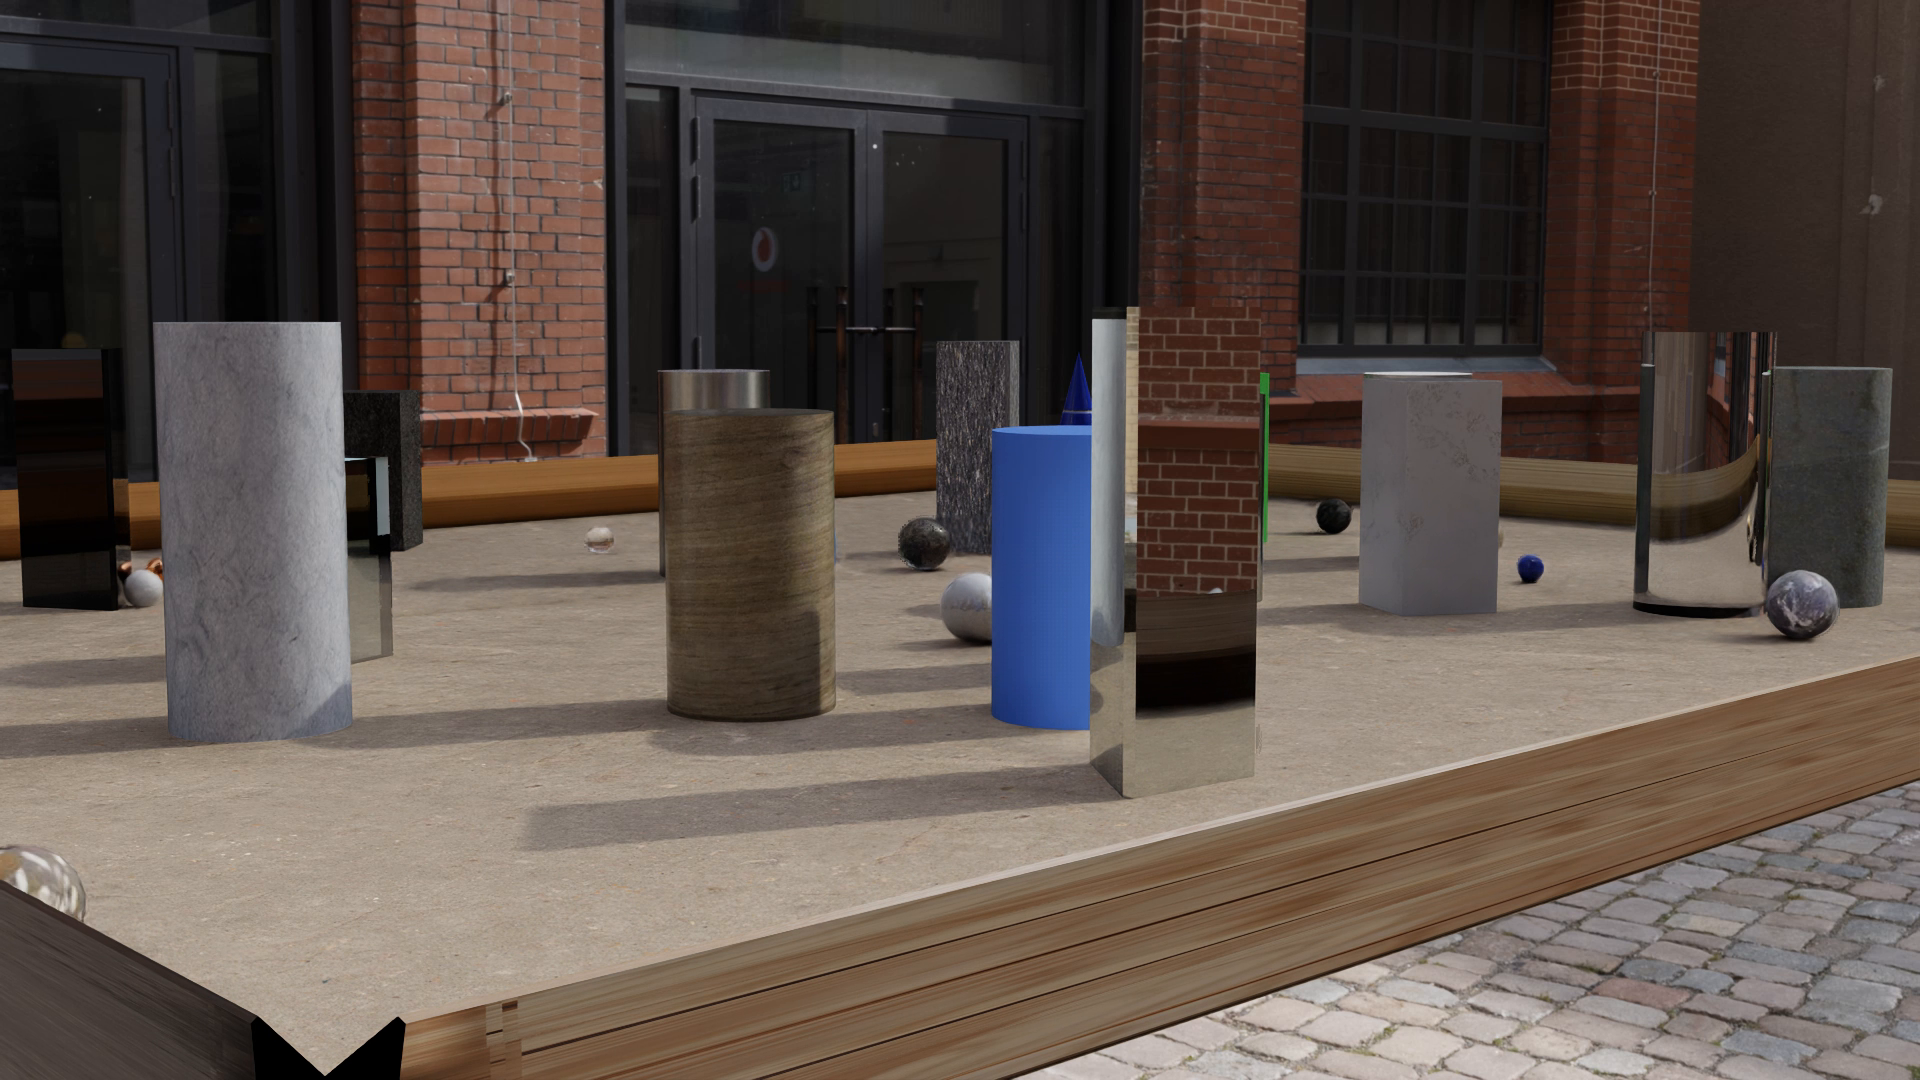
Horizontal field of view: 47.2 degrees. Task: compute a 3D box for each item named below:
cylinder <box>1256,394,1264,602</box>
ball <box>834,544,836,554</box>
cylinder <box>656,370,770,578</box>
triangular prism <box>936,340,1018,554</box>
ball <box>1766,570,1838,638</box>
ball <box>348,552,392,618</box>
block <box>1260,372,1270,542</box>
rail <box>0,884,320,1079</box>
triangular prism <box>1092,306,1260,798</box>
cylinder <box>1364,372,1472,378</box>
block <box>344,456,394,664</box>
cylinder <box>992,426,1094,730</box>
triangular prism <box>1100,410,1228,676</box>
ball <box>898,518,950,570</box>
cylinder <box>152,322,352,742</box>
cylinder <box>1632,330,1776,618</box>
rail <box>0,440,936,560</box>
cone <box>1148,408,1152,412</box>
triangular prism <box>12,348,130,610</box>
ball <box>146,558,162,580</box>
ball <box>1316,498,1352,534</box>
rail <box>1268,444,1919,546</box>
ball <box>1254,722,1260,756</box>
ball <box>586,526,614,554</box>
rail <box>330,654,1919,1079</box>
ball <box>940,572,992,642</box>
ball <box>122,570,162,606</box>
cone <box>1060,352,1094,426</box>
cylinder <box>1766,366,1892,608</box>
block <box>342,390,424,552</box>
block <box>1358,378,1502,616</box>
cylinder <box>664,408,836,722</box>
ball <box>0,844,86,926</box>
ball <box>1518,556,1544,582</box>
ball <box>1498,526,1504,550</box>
[{"bbox_3d":[0.369,-0.066,3.354,0.188,0.313,0.188,0,6,0],"label":"cylinder"},{"bbox_3d":[-0.253,0.015,3.636,0.093,0.093,0.093,0,6,0],"label":"ball"},{"bbox_3d":[-0.409,-0.112,3.670,0.188,0.339,0.188,0,6,0],"label":"cylinder"},{"bbox_3d":[0.064,-0.174,4.048,0.162,0.383,0.141,5,8,37],"label":"triangular prism"},{"bbox_3d":[1.135,0.087,2.965,0.092,0.092,0.092,0,6,0],"label":"ball"},{"bbox_3d":[-0.867,0.064,3.169,0.094,0.094,0.094,0,6,0],"label":"ball"},{"bbox_3d":[0.479,-0.157,4.183,0.150,0.321,0.150,-4,7,-35],"label":"block"},{"bbox_3d":[-1.323,0.160,2.119,0.045,0.122,3.096,-6,8,-42],"label":"rail"},{"bbox_3d":[0.173,0.003,2.081,0.162,0.445,0.141,-5,8,-38],"label":"triangular prism"},{"bbox_3d":[0.802,-0.128,3.867,0.188,0.329,0.188,0,6,0],"label":"cylinder"},{"bbox_3d":[-0.827,0.025,2.771,0.150,0.255,0.150,3,7,25],"label":"block"},{"bbox_3d":[0.128,0.036,2.400,0.188,0.312,0.188,0,6,0],"label":"cylinder"},{"bbox_3d":[0.235,-0.003,2.758,0.141,0.314,0.162,4,7,33],"label":"triangular prism"},{"bbox_3d":[-0.060,0.006,3.738,0.089,0.089,0.089,0,6,0],"label":"ball"},{"bbox_3d":[-0.746,-0.015,2.327,0.188,0.428,0.188,0,6,0],"label":"cylinder"},{"bbox_3d":[1.092,-0.101,3.228,0.188,0.409,0.188,0,6,0],"label":"cylinder"},{"bbox_3d":[-1.034,-0.086,4.446,3.647,0.122,0.045,-6,8,-42],"label":"rail"},{"bbox_3d":[0.261,-0.029,3.027,0.188,0.309,0.188,0,6,0],"label":"cone"},{"bbox_3d":[-1.300,-0.096,3.306,0.162,0.383,0.141,2,6,17],"label":"triangular prism"},{"bbox_3d":[-1.291,0.051,3.545,0.041,0.041,0.041,0,6,0],"label":"ball"},{"bbox_3d":[0.739,-0.048,4.343,0.069,0.069,0.069,0,6,0],"label":"ball"},{"bbox_3d":[1.323,-0.097,4.546,0.045,0.122,3.096,-6,8,-42],"label":"rail"},{"bbox_3d":[0.264,0.193,2.136,0.055,0.055,0.055,0,6,0],"label":"ball"},{"bbox_3d":[-0.654,-0.001,3.987,0.051,0.051,0.051,0,6,0],"label":"ball"},{"bbox_3d":[1.034,0.150,2.218,3.647,0.122,0.045,-6,8,-42],"label":"rail"},{"bbox_3d":[0.021,0.090,2.926,0.093,0.093,0.093,0,6,0],"label":"ball"},{"bbox_3d":[-1.218,0.072,3.276,0.056,0.056,0.056,0,6,0],"label":"ball"},{"bbox_3d":[0.238,-0.201,4.430,0.188,0.356,0.188,0,6,0],"label":"cone"},{"bbox_3d":[1.306,-0.084,3.338,0.188,0.353,0.188,0,6,0],"label":"cylinder"},{"bbox_3d":[-1.092,-0.131,4.078,0.150,0.290,0.150,0,6,0],"label":"block"},{"bbox_3d":[0.693,-0.067,3.250,0.150,0.338,0.150,-2,6,-14],"label":"block"},{"bbox_3d":[-0.233,0.023,2.441,0.188,0.329,0.188,0,6,0],"label":"cylinder"},{"bbox_3d":[-0.634,0.248,1.483,0.084,0.084,0.084,0,6,0],"label":"ball"},{"bbox_3d":[0.929,0.047,3.579,0.042,0.042,0.042,0,6,0],"label":"ball"},{"bbox_3d":[0.941,-0.005,3.947,0.067,0.067,0.067,0,6,0],"label":"ball"}]
